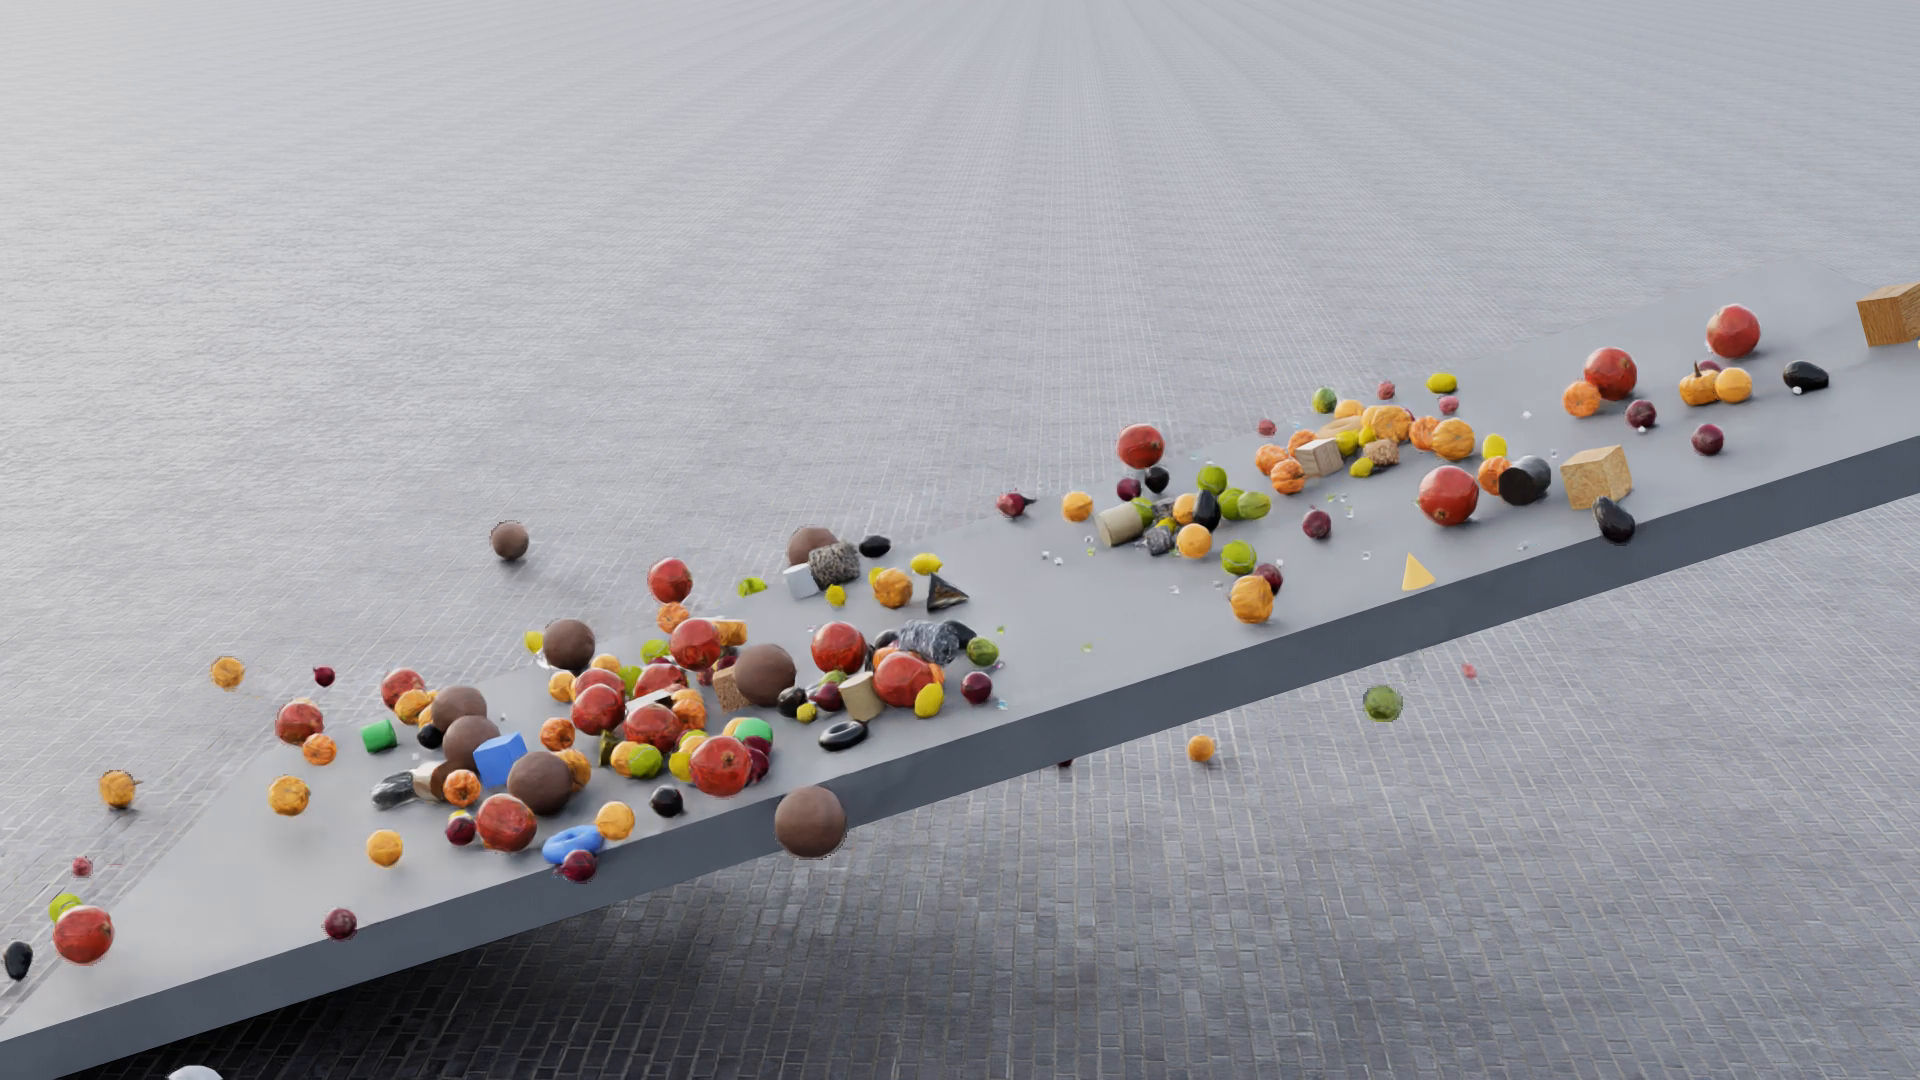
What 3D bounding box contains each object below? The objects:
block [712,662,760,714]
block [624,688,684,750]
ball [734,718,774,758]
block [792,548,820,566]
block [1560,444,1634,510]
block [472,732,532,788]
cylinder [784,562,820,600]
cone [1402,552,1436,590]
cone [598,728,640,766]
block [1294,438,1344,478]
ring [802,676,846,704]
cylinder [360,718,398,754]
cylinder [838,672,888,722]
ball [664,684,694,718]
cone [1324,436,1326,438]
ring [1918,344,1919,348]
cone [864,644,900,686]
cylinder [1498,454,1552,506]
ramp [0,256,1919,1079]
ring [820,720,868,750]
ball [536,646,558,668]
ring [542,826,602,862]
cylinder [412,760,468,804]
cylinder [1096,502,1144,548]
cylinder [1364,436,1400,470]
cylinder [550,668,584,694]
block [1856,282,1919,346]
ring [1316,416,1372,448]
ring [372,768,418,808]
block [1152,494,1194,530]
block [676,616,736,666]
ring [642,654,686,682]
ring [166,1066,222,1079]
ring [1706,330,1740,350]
[{"bbox_3d":[-0.470,0.309,6.180,0.076,0.076,0.076,-18,11,4],"label":"block"},{"bbox_3d":[-0.636,0.372,6.114,0.089,0.089,0.089,-21,11,-12],"label":"block"},{"bbox_3d":[-0.400,0.383,5.687,0.077,0.077,0.077,0,12,0],"label":"ball"},{"bbox_3d":[-0.373,0.058,7.351,0.060,0.060,0.060,-14,-6,-28],"label":"block"},{"bbox_3d":[1.177,-0.115,5.438,0.087,0.087,0.087,-10,14,41],"label":"block"},{"bbox_3d":[-0.970,0.466,6.237,0.082,0.082,0.082,-16,11,16],"label":"block"},{"bbox_3d":[-0.382,0.099,7.101,0.069,0.069,0.069,-18,11,4],"label":"cylinder"},{"bbox_3d":[0.817,0.050,5.296,0.063,0.063,0.063,-18,11,4],"label":"cone"},{"bbox_3d":[-0.702,0.432,6.071,0.080,0.080,0.080,6,11,-11],"label":"cone"},{"bbox_3d":[0.790,-0.180,6.481,0.067,0.067,0.067,-25,12,-28],"label":"block"},{"bbox_3d":[-0.276,0.305,5.983,0.097,0.032,0.097,-20,10,4],"label":"ring"},{"bbox_3d":[-1.380,0.466,6.986,0.066,0.066,0.066,-20,14,-4],"label":"cylinder"},{"bbox_3d":[-0.188,0.305,5.704,0.074,0.074,0.074,-23,10,4],"label":"cylinder"},{"bbox_3d":[-0.604,0.342,6.251,0.074,0.074,0.074,0,12,0],"label":"ball"},{"bbox_3d":[0.828,-0.187,6.551,0.067,0.067,0.067,27,9,-9],"label":"cone"},{"bbox_3d":[1.906,-0.387,5.691,0.101,0.034,0.101,-17,10,3],"label":"ring"},{"bbox_3d":[-0.173,0.246,5.964,0.083,0.083,0.083,-18,11,4],"label":"cone"},{"bbox_3d":[1.080,-0.114,5.624,0.077,0.077,0.077,8,24,33],"label":"cylinder"},{"bbox_3d":[0.106,0.181,6.306,4.000,0.100,2.000,-18,11,6],"label":"ramp"},{"bbox_3d":[-0.220,0.370,5.565,0.098,0.033,0.098,-18,12,4],"label":"ring"},{"bbox_3d":[-1.021,0.291,7.274,0.056,0.056,0.056,0,12,0],"label":"ball"},{"bbox_3d":[-0.716,0.562,5.440,0.116,0.039,0.116,-17,11,4],"label":"ring"},{"bbox_3d":[-1.099,0.512,6.216,0.088,0.088,0.088,-8,3,-35],"label":"cylinder"},{"bbox_3d":[0.351,-0.034,6.475,0.080,0.080,0.080,-21,17,-12],"label":"cylinder"},{"bbox_3d":[0.908,-0.187,6.336,0.059,0.059,0.059,-14,5,26],"label":"cylinder"},{"bbox_3d":[-0.920,0.332,6.893,0.057,0.057,0.057,-8,3,45],"label":"cylinder"},{"bbox_3d":[1.877,-0.453,5.900,0.096,0.096,0.096,-27,13,-35],"label":"block"},{"bbox_3d":[0.879,-0.247,6.727,0.134,0.045,0.134,-19,11,4],"label":"ring"},{"bbox_3d":[-1.207,0.537,6.385,0.147,0.049,0.147,-17,11,4],"label":"ring"},{"bbox_3d":[0.468,-0.061,6.466,0.058,0.058,0.058,-8,16,47],"label":"block"},{"bbox_3d":[-0.581,0.232,6.731,0.086,0.086,0.086,-27,14,-38],"label":"block"},{"bbox_3d":[-0.678,0.293,6.729,0.108,0.036,0.108,-19,12,4],"label":"ring"},{"bbox_3d":[-1.392,1.023,5.327,0.144,0.144,0.048,4,-18,19],"label":"ring"},{"bbox_3d":[1.654,-0.434,6.377,0.078,0.026,0.078,-17,10,3],"label":"ring"}]
